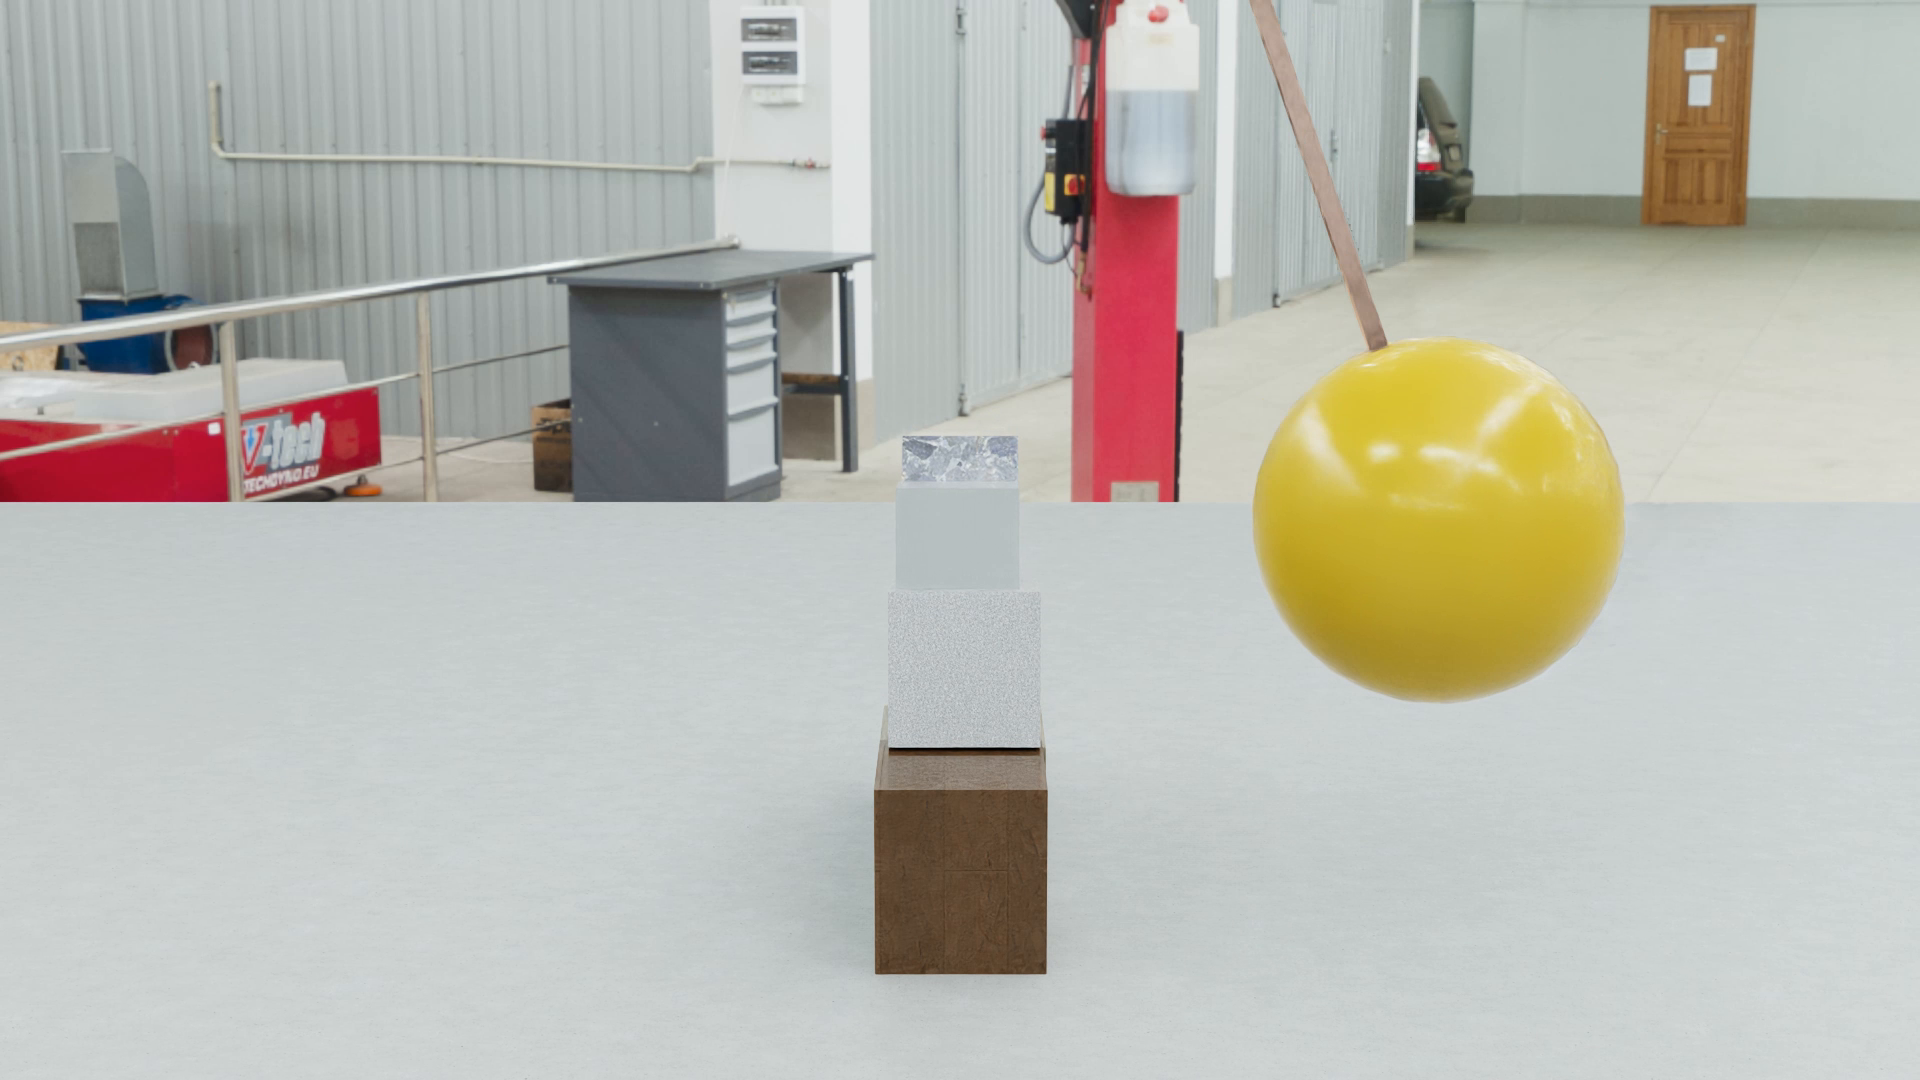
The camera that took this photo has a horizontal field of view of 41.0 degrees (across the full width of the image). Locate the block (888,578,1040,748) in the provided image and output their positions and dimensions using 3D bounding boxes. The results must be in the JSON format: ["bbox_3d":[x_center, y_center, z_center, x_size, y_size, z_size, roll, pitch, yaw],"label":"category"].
[{"bbox_3d":[0.018,0.509,10.805,0.626,0.643,0.555,0,5,0],"label":"block"}]

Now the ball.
[{"bbox_3d":[2.074,-0.087,11.165,1.600,1.600,1.600,0,10,0],"label":"ball"}]

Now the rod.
[{"bbox_3d":[0.899,-3.226,10.594,0.080,5.200,0.080,-20,10,4],"label":"rod"}]

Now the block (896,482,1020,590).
[{"bbox_3d":[-0.009,-0.021,10.764,0.509,0.421,0.463,0,5,0],"label":"block"}]

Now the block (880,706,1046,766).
[{"bbox_3d":[0.010,1.159,11.186,0.700,0.718,0.729,0,10,0],"label":"block"}]

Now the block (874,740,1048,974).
[{"bbox_3d":[0.003,1.276,10.438,0.678,0.754,0.764,0,10,0],"label":"block"}]

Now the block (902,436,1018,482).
[{"bbox_3d":[0.001,-0.070,11.371,0.506,0.634,0.560,0,-17,0],"label":"block"}]
